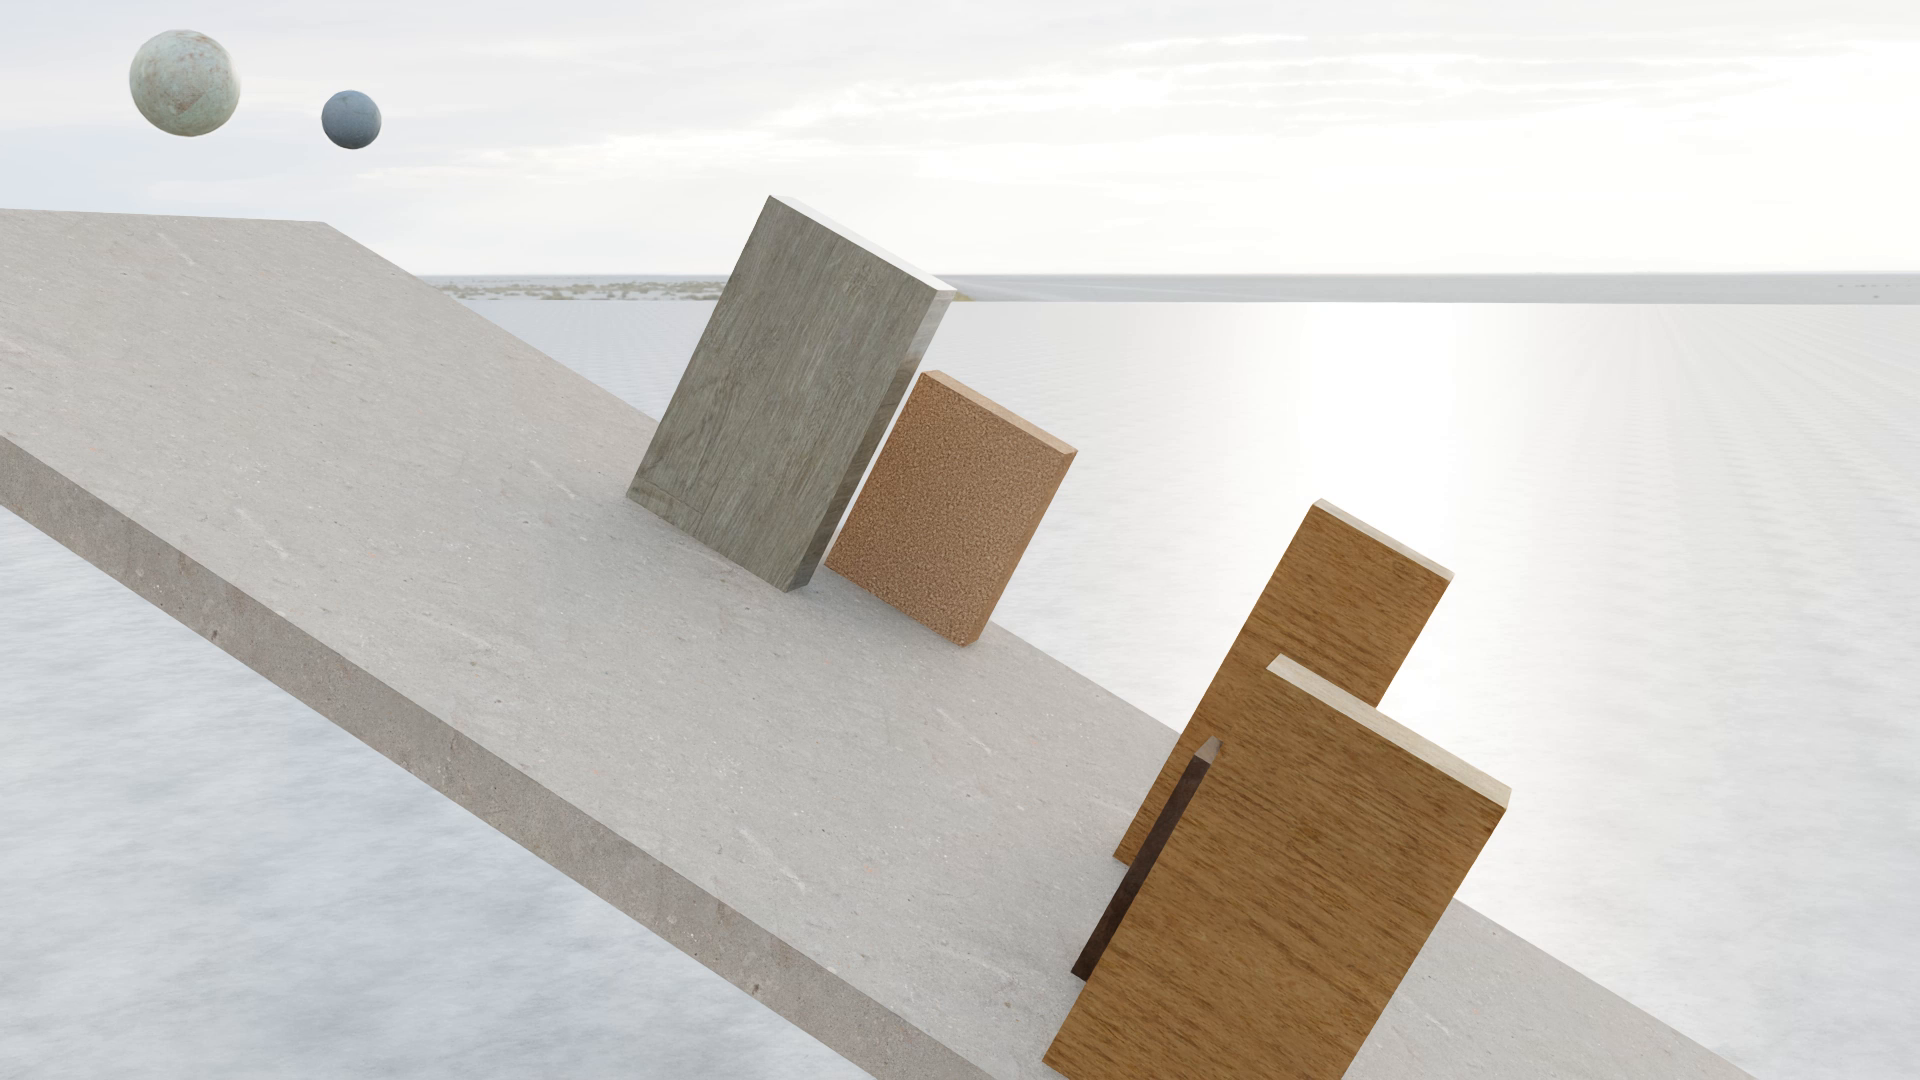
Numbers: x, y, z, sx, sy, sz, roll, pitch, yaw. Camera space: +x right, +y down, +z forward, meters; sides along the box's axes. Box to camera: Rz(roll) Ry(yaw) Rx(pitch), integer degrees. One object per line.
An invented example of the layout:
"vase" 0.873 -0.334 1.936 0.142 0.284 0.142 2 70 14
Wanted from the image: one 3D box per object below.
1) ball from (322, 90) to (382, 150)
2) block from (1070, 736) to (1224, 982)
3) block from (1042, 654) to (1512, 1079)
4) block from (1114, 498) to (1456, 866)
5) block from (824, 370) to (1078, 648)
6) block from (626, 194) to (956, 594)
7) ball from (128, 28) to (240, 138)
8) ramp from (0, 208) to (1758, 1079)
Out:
"ball" -1.249 -0.862 4.514 0.121 0.121 0.121 0 7 0
"block" 0.413 0.573 3.493 0.289 0.415 0.150 31 14 12
"block" 0.442 0.548 3.111 0.369 0.670 0.126 31 14 12
"block" 0.585 0.322 4.002 0.276 0.755 0.117 31 14 12
"block" -0.022 -0.071 4.823 0.363 0.486 0.120 31 14 12
"block" -0.356 -0.303 4.569 0.408 0.708 0.130 31 14 12
"ball" -1.471 -0.867 4.176 0.201 0.201 0.201 0 7 0
"ramp" -0.217 0.359 4.145 4.000 0.100 2.000 31 14 12
